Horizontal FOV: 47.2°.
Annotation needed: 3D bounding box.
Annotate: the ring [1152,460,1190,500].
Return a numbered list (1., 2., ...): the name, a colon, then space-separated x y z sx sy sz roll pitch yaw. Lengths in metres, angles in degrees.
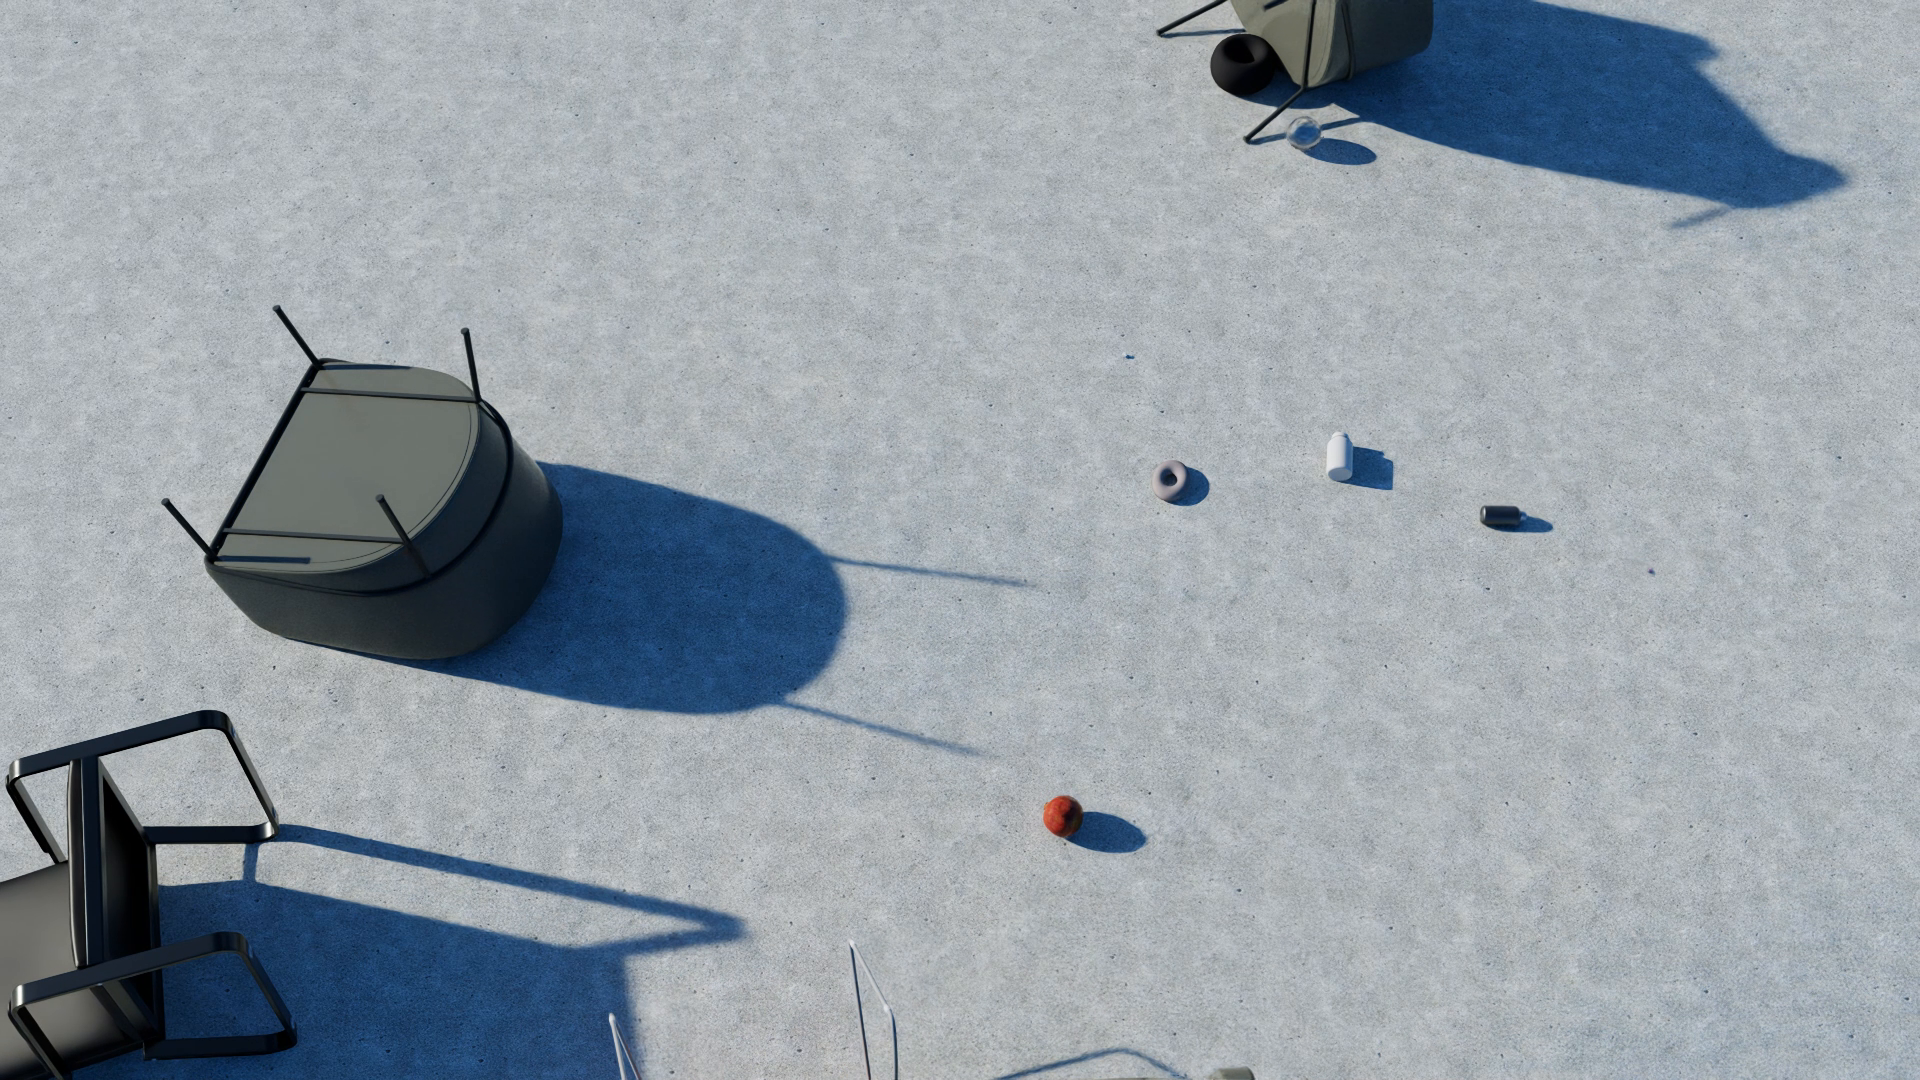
1. ring: 0.640 -0.181 6.674 0.116 0.036 0.150 12 58 10

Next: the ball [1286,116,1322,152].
1. ball: 1.162 -1.372 7.425 0.115 0.115 0.115 0 56 0

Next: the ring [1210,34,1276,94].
1. ring: 0.978 -1.645 7.603 0.223 0.126 0.233 28 59 19
